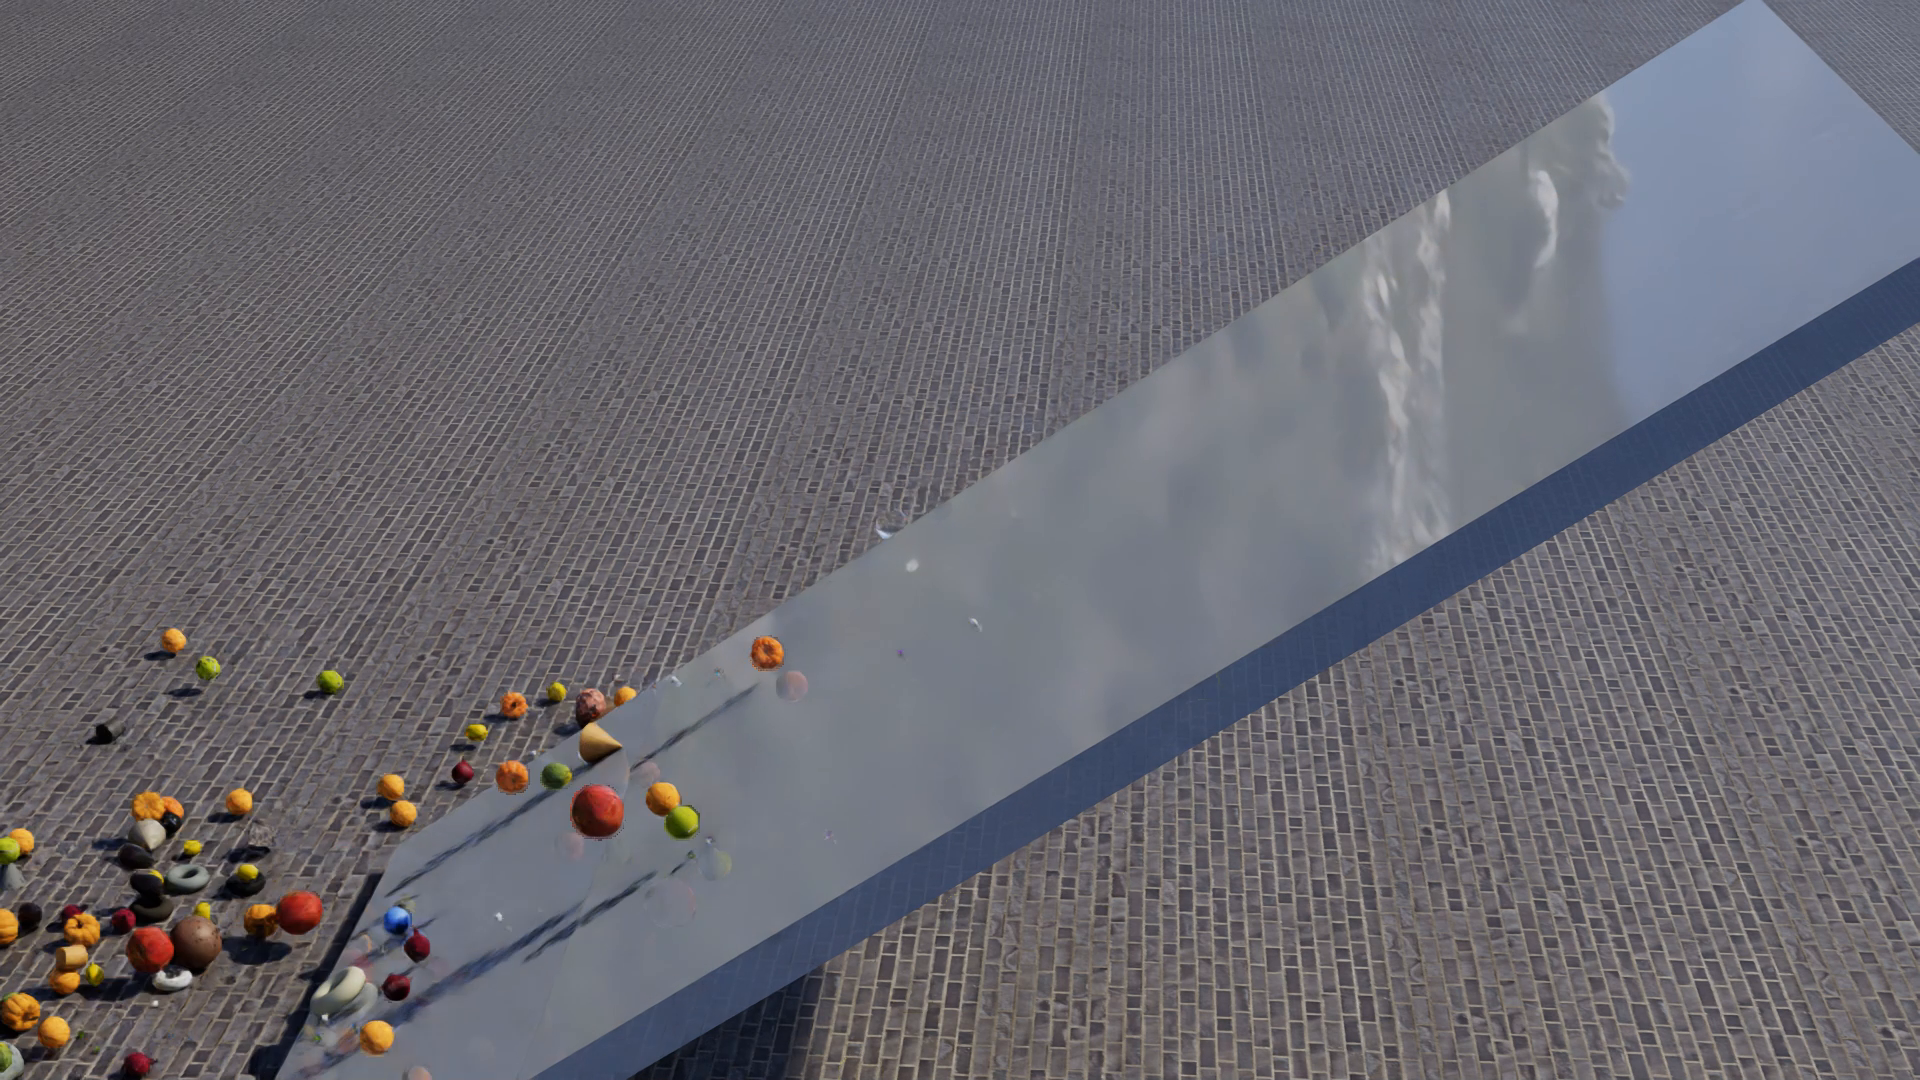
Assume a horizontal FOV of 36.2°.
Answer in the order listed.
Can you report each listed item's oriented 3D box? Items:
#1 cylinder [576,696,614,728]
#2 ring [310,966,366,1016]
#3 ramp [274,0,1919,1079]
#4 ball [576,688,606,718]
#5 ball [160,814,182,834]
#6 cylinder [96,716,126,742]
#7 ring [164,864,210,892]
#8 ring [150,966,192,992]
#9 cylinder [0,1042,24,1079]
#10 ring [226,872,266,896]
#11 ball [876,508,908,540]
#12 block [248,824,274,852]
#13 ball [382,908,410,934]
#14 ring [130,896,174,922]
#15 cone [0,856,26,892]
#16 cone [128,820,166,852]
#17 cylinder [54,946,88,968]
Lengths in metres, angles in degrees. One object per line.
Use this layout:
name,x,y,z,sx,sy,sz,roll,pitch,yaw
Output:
cylinder,-1.063,0.508,8.586,0.088,0.088,0.088,-14,25,-32
ring,-1.445,1.048,6.828,0.146,0.049,0.146,-32,17,11
ramp,0.137,0.173,6.302,4.000,0.100,2.000,-32,16,15
ball,-0.912,0.404,7.260,0.074,0.074,0.074,0,21,0
ball,-2.129,0.765,7.938,0.054,0.054,0.054,0,21,0
cylinder,-2.459,0.550,8.516,0.057,0.057,0.057,10,26,25
ring,-2.019,0.884,7.678,0.115,0.038,0.115,1,22,0
ring,-1.929,1.071,7.194,0.098,0.033,0.098,3,21,-1
cylinder,-2.214,1.213,6.742,0.094,0.094,0.094,10,23,24
ring,-1.859,0.893,7.659,0.102,0.034,0.102,0,20,0
ball,-0.171,-0.037,7.429,0.085,0.085,0.085,0,21,0
block,-1.862,0.794,7.835,0.058,0.058,0.058,11,-21,-12
ball,-1.339,0.906,6.991,0.065,0.065,0.065,0,21,0
ring,-2.068,0.944,7.523,0.109,0.036,0.109,0,21,0
cone,-2.485,0.860,7.676,0.083,0.083,0.083,-1,20,0
cone,-2.146,0.801,7.780,0.097,0.097,0.097,-7,19,-19
cylinder,-2.157,1.012,7.138,0.055,0.055,0.055,18,5,38
